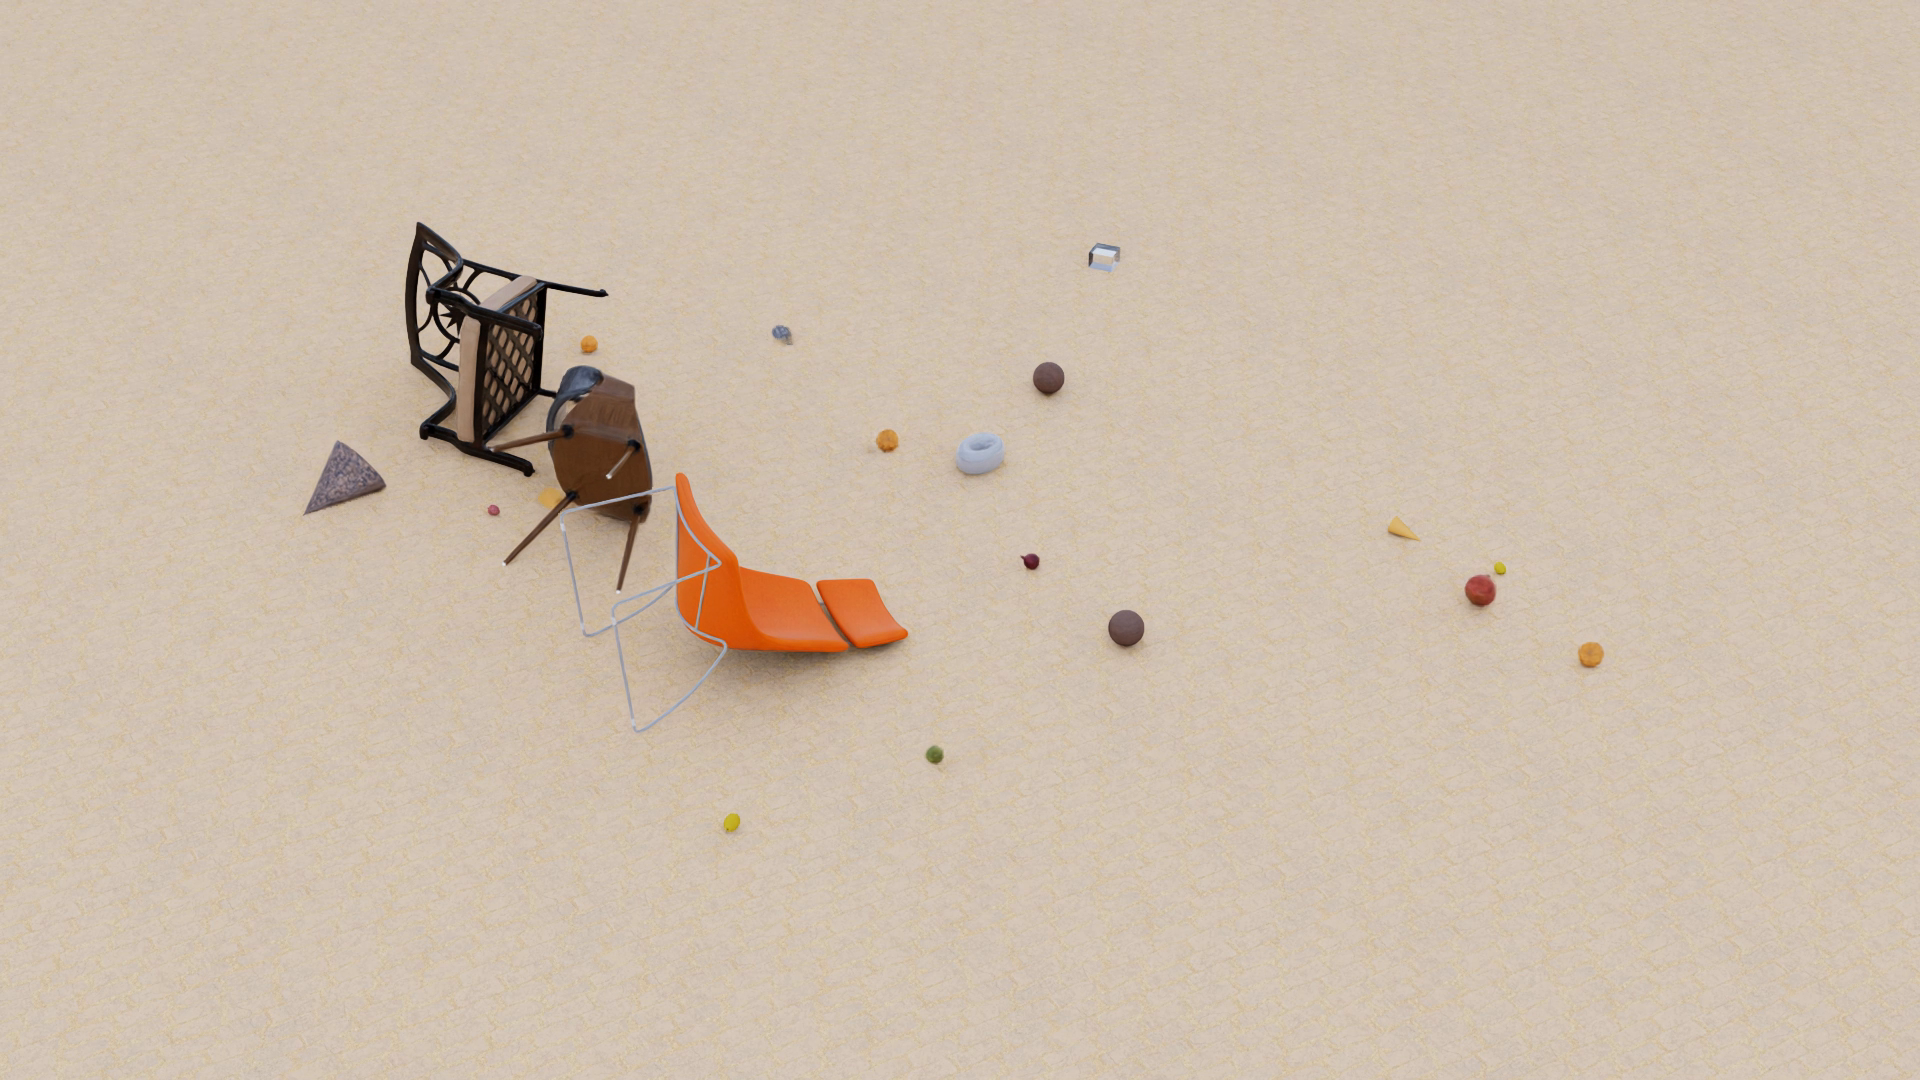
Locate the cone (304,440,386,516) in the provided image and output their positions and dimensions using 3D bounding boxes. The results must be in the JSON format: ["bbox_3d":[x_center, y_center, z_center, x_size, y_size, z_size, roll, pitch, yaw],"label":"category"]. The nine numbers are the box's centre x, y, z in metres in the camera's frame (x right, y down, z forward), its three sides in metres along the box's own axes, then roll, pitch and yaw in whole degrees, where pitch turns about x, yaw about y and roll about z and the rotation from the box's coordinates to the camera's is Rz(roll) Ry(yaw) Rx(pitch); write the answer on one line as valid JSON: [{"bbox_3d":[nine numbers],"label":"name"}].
[{"bbox_3d":[-2.390,-0.191,11.158,0.264,0.130,0.311,41,61,5],"label":"cone"}]

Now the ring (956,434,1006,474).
[{"bbox_3d":[0.079,-0.335,11.363,0.170,0.101,0.226,26,40,31],"label":"ring"}]

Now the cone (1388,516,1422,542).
[{"bbox_3d":[1.672,-0.027,10.955,0.134,0.067,0.065,33,24,20],"label":"cone"}]

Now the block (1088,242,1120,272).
[{"bbox_3d":[0.628,-1.228,12.741,0.109,0.074,0.099,14,36,20],"label":"block"}]
